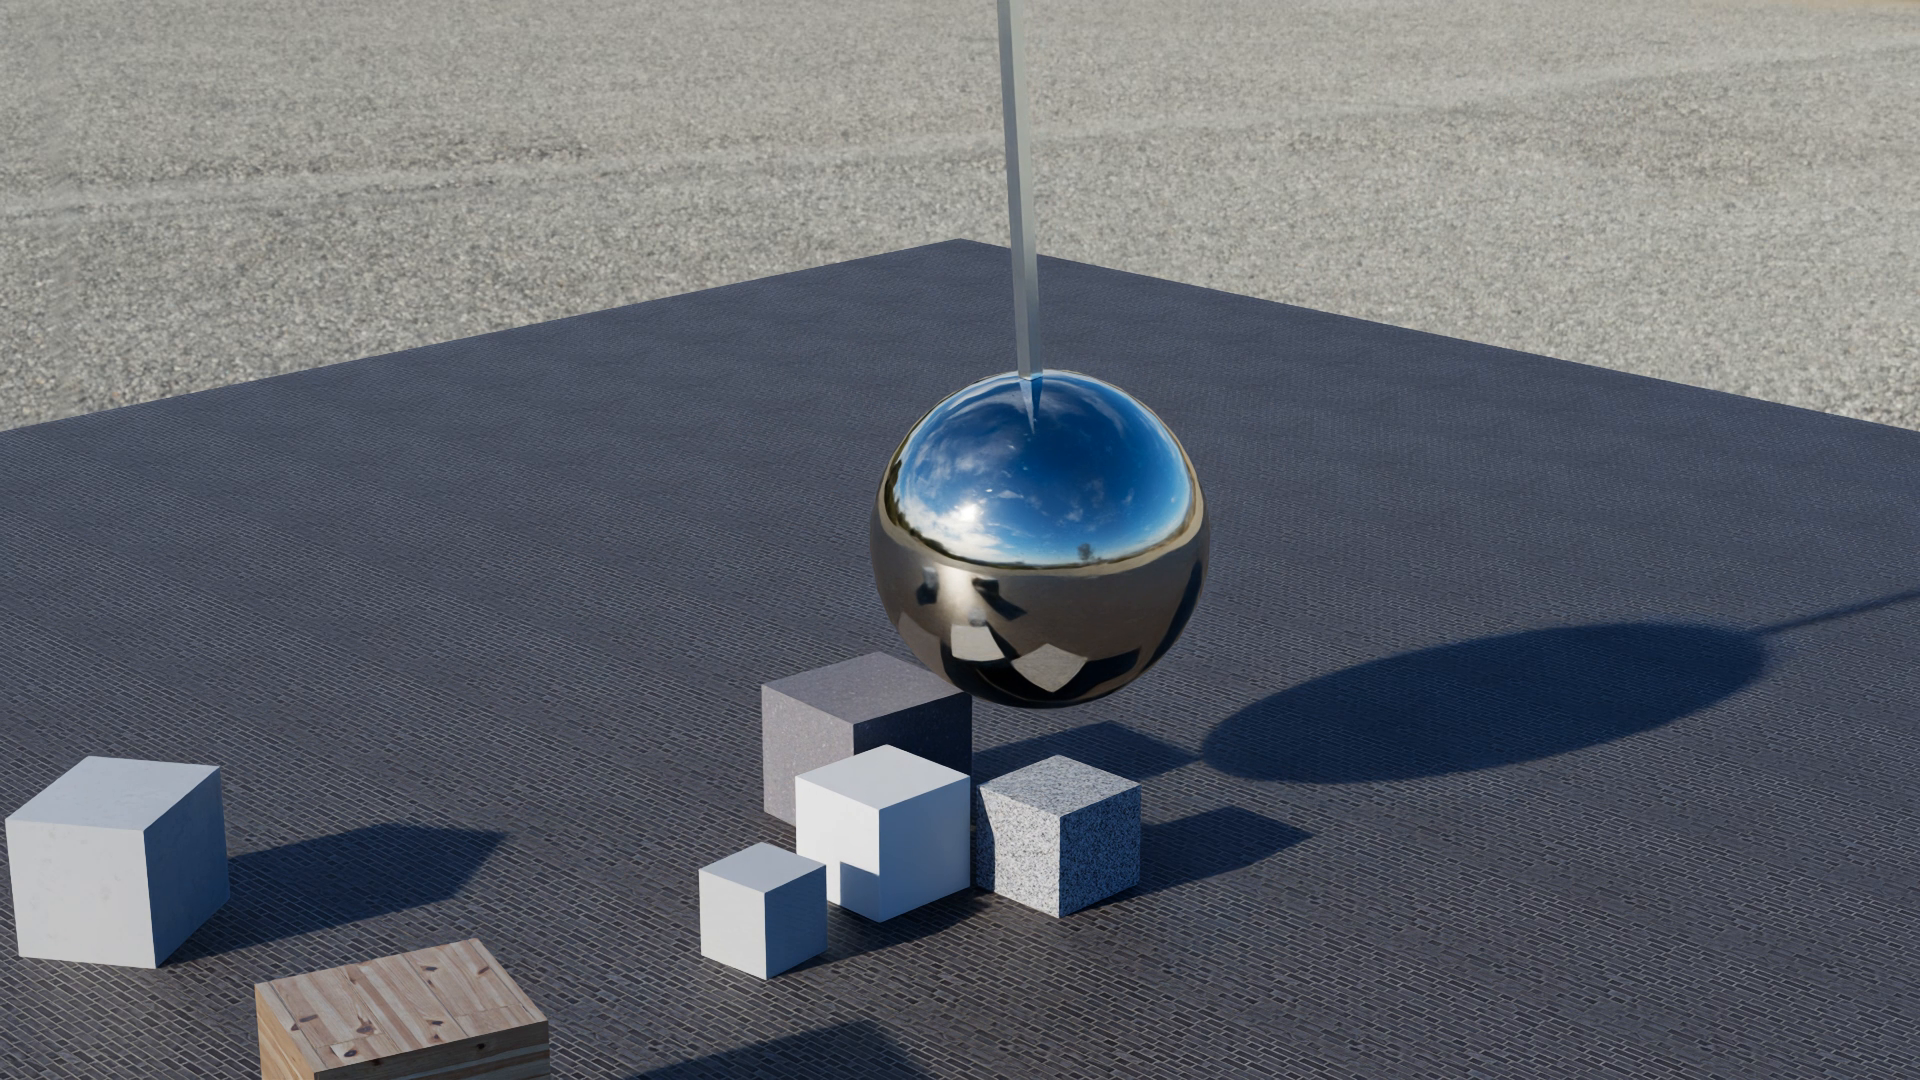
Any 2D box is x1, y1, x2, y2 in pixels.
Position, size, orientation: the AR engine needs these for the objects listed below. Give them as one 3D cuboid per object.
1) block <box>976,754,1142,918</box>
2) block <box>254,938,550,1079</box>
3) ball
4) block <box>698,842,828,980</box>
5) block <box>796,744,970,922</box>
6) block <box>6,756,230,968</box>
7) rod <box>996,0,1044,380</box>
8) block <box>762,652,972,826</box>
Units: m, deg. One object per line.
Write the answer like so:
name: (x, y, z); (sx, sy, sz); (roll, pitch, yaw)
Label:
block: (0.446, 1.335, 13.286); (0.537, 0.486, 0.515); (-17, 24, -42)
block: (-2.001, 2.025, 10.582); (0.840, 0.790, 0.764); (-9, 20, -26)
ball: (0.374, -0.005, 13.733); (1.600, 1.600, 1.600); (0, 17, 0)
block: (-0.844, 1.591, 12.613); (0.384, 0.401, 0.387); (14, 22, 38)
block: (-0.347, 1.318, 13.252); (0.562, 0.539, 0.549); (-16, 24, -42)
block: (-3.671, 1.400, 12.828); (0.633, 0.637, 0.743); (3, 18, 11)
rod: (0.162, -3.172, 12.515); (0.080, 5.200, 0.080); (17, 29, 42)
block: (-0.445, 1.009, 14.043); (0.720, 0.654, 0.702); (-14, 22, -38)
